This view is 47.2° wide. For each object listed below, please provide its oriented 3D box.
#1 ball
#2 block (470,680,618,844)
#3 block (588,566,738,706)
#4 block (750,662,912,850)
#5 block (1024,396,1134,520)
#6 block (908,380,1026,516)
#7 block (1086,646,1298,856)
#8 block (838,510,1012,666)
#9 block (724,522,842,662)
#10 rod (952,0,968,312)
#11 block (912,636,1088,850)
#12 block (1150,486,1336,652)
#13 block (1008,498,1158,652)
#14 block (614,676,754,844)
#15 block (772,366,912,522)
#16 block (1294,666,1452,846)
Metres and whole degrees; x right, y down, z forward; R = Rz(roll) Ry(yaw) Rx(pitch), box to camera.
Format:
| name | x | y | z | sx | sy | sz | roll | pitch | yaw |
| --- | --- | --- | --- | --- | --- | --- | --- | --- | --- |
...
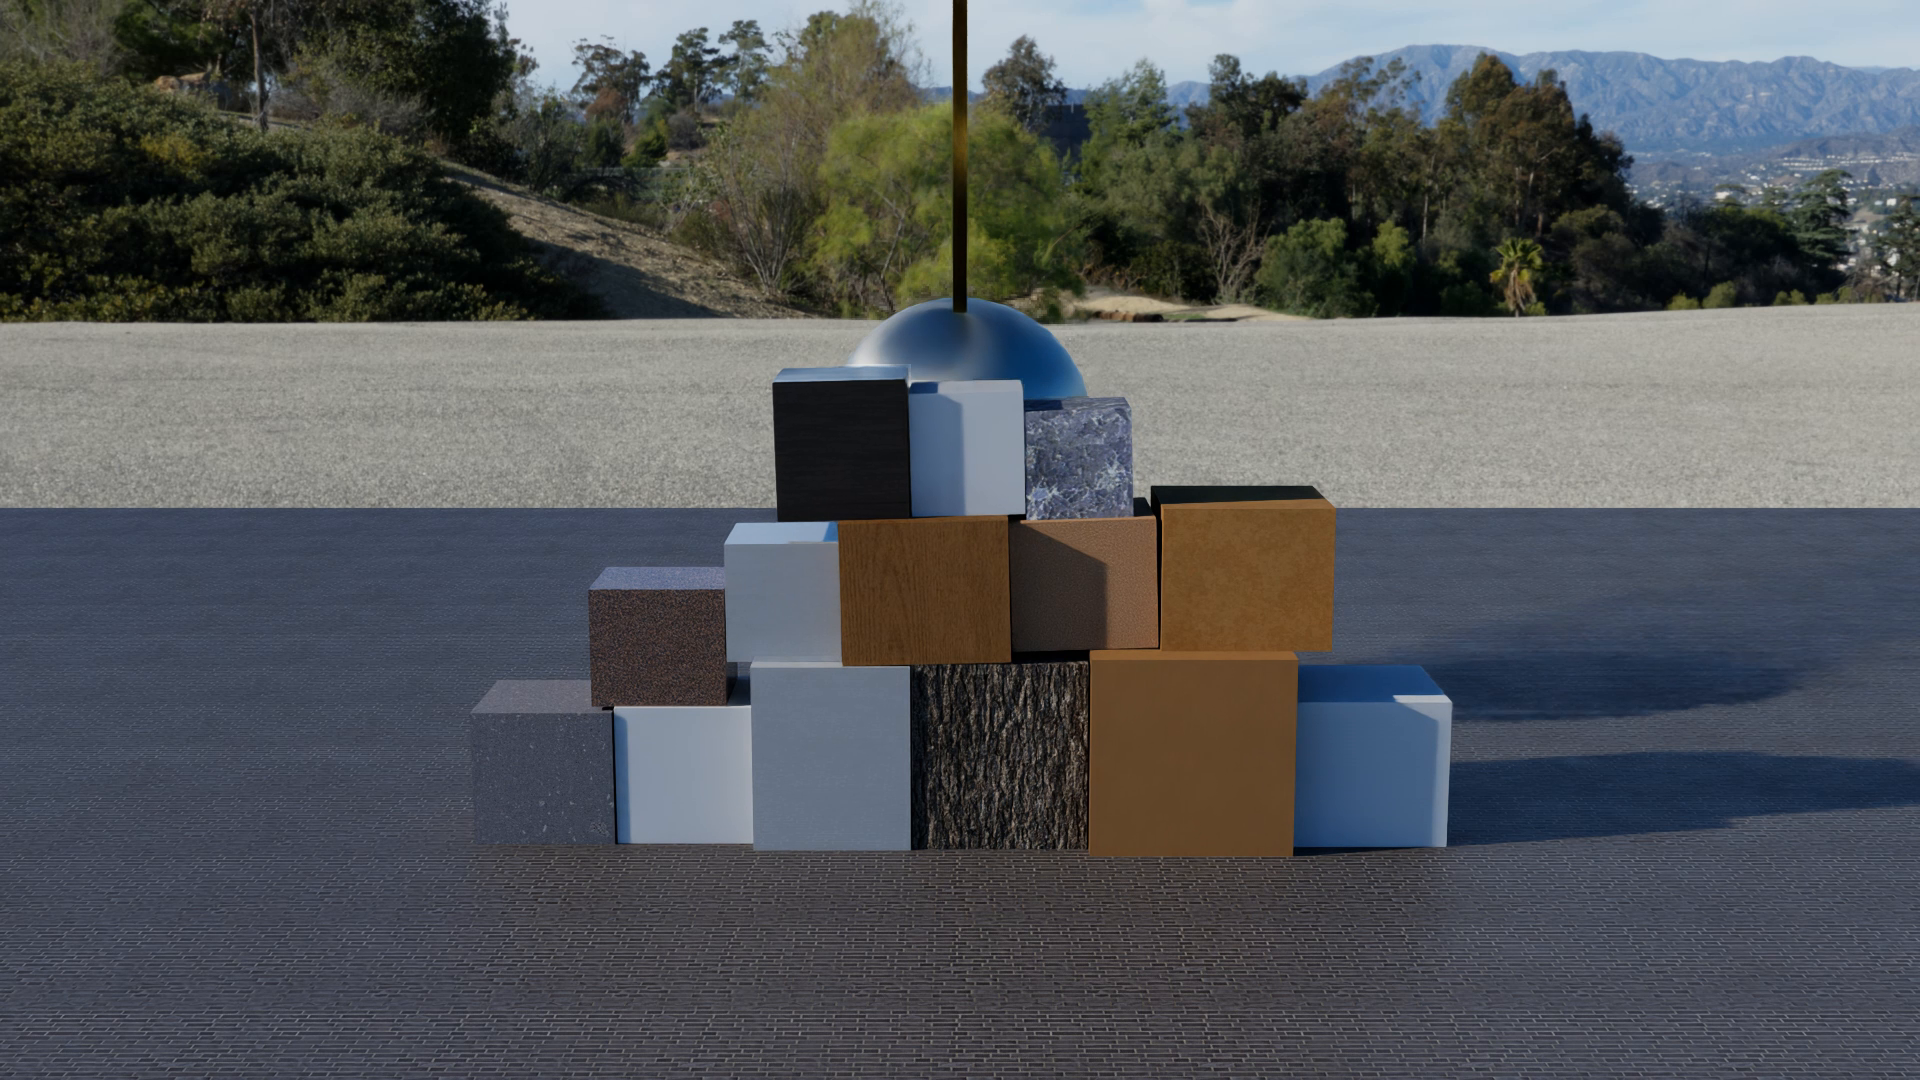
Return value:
| name | x | y | z | sx | sy | sz | roll | pitch | yaw |
| --- | --- | --- | --- | --- | --- | --- | --- | --- | --- |
| ball | 0.000 | -0.649 | 13.171 | 1.600 | 1.600 | 1.600 | 0 | 10 | 0 |
| block | -2.095 | 1.141 | 11.380 | 0.707 | 0.684 | 0.683 | 0 | 10 | 0 |
| block | -1.509 | 0.488 | 11.256 | 0.674 | 0.600 | 0.586 | 0 | 10 | 0 |
| block | -0.641 | 1.014 | 11.357 | 0.788 | 0.941 | 0.869 | 0 | 10 | 0 |
| block | 0.587 | -0.417 | 11.107 | 0.530 | 0.542 | 0.504 | -2 | 10 | 0 |
| block | 0.036 | -0.470 | 11.107 | 0.563 | 0.613 | 0.529 | -1 | 10 | 0 |
| block | 1.149 | 0.985 | 11.345 | 1.008 | 1.003 | 1.051 | 0 | 10 | 0 |
| block | -0.172 | 0.187 | 11.222 | 0.833 | 0.712 | 0.857 | -1 | 10 | 0 |
| block | -0.878 | 0.258 | 11.215 | 0.572 | 0.596 | 0.618 | 0 | 10 | 0 |
| rod | 0.000 | -3.578 | 11.443 | 0.080 | 5.200 | 0.080 | 0 | 31 | 0 |
| block | 0.199 | 1.008 | 11.365 | 0.872 | 0.951 | 0.849 | 0 | 10 | 0 |
| block | 1.423 | 0.133 | 11.219 | 0.847 | 0.717 | 0.741 | 0 | 10 | 0 |
| block | 0.615 | 0.167 | 11.228 | 0.726 | 0.651 | 0.670 | -2 | 10 | 0 |
| block | -1.388 | 1.128 | 11.387 | 0.687 | 0.707 | 0.667 | 0 | 10 | 0 |
| block | -0.582 | -0.496 | 11.107 | 0.652 | 0.692 | 0.658 | -1 | 10 | 0 |
| block | 2.056 | 1.105 | 11.392 | 0.785 | 0.749 | 0.790 | 0 | 10 | 0 |
